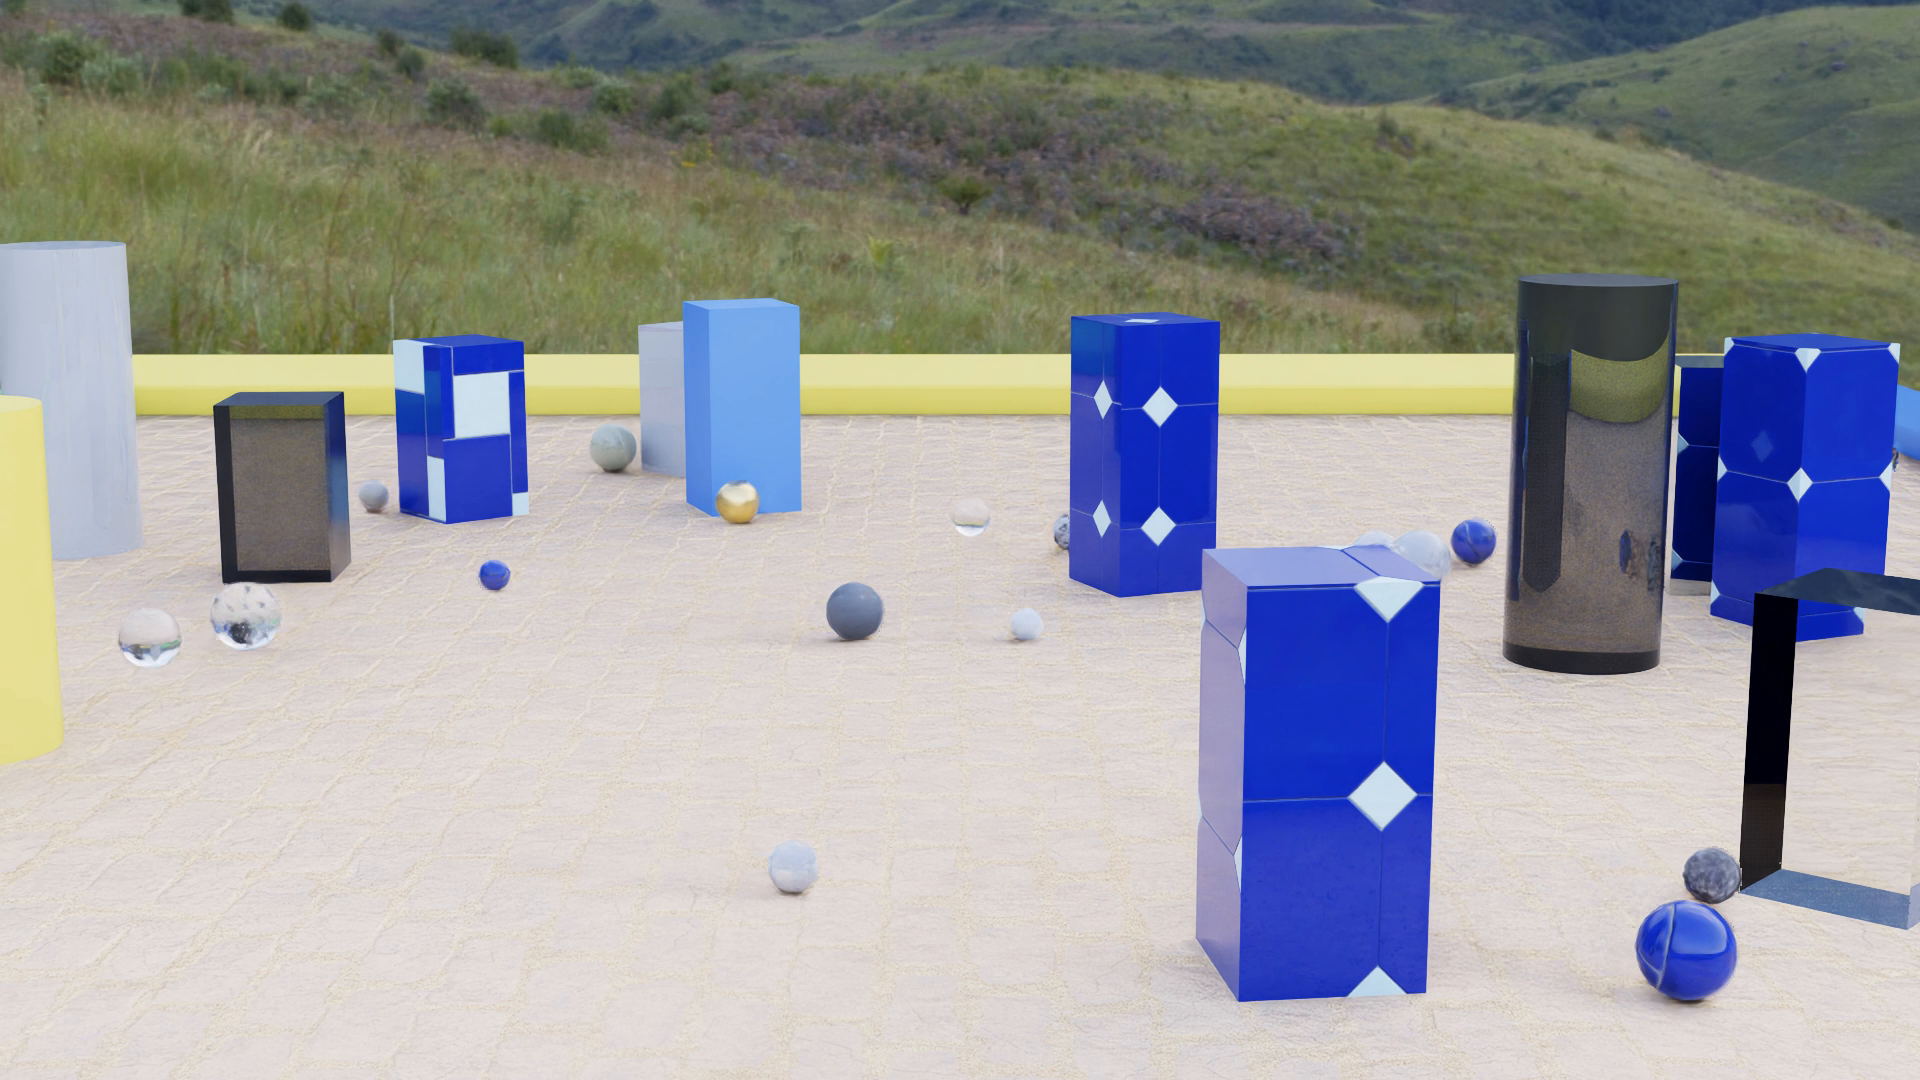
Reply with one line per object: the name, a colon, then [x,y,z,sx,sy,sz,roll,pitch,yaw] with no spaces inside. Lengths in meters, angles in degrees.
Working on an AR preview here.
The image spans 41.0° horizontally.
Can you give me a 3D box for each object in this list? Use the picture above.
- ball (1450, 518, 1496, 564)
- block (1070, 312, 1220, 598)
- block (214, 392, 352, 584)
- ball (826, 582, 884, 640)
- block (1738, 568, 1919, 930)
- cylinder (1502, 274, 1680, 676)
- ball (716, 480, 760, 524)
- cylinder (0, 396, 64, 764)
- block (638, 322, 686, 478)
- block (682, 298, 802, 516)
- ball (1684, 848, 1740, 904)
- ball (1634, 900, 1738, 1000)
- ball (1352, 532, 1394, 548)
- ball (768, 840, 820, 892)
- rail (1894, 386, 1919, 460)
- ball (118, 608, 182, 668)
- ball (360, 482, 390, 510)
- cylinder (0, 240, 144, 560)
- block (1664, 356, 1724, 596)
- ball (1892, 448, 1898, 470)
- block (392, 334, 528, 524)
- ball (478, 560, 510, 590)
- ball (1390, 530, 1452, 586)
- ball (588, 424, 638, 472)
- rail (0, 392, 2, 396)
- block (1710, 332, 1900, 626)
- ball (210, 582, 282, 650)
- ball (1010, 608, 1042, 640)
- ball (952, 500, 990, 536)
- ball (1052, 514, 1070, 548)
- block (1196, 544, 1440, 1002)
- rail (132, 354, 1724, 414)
ball: [0.755,0.002,3.774,0.066,0.066,0.066,0,11,0]
block: [0.257,-0.123,3.601,0.152,0.375,0.152,-5,12,-24]
block: [-0.972,-0.078,3.687,0.152,0.254,0.152,0,11,-3]
ball: [-0.134,0.091,3.273,0.074,0.074,0.074,0,11,0]
block: [0.798,0.178,2.262,0.152,0.272,0.152,9,14,40]
cylinder: [0.770,-0.084,3.141,0.191,0.467,0.191,0,11,0]
ball: [-0.355,-0.062,4.103,0.070,0.070,0.070,0,11,0]
cylinder: [-1.067,0.041,2.733,0.191,0.370,0.191,0,11,0]
block: [-0.468,-0.256,4.620,0.152,0.263,0.152,10,15,43]
block: [-0.360,-0.221,4.232,0.152,0.337,0.152,-4,11,-21]
ball: [0.659,0.295,2.249,0.048,0.048,0.048,0,11,0]
ball: [0.571,0.323,2.019,0.078,0.078,0.078,0,11,0]
ball: [0.586,0.025,3.622,0.075,0.075,0.075,0,11,0]
ball: [-0.148,0.290,2.280,0.046,0.046,0.046,0,11,0]
rail: [1.763,0.030,3.459,0.045,0.124,3.916,0,11,0]
ball: [-0.986,0.119,3.122,0.075,0.075,0.075,0,11,0]
ball: [-0.963,-0.072,4.219,0.049,0.049,0.049,0,11,0]
cylinder: [-1.342,-0.214,3.863,0.191,0.458,0.191,0,11,0]
block: [1.061,-0.092,3.594,0.152,0.317,0.152,0,11,2]
ball: [1.645,-0.146,4.585,0.060,0.060,0.060,0,11,0]
block: [-0.812,-0.183,4.176,0.152,0.282,0.152,-9,14,-40]
ball: [-0.650,0.049,3.583,0.043,0.043,0.043,0,11,0]
ball: [0.635,0.031,3.550,0.090,0.090,0.090,0,11,0]
ball: [-0.625,-0.166,4.621,0.087,0.087,0.087,0,11,0]
rail: [-1.763,0.034,3.439,0.045,0.124,3.916,0,11,0]
block: [1.103,-0.076,3.357,0.152,0.371,0.152,-5,12,-24]
ball: [-0.895,0.095,3.217,0.086,0.086,0.086,0,11,0]
ball: [0.084,0.108,3.277,0.041,0.041,0.041,0,11,0]
ball: [0.017,-0.034,3.989,0.058,0.058,0.058,0,11,0]
ball: [0.166,-0.012,3.890,0.051,0.051,0.051,0,11,0]
block: [0.284,0.183,2.068,0.152,0.333,0.152,-1,11,-7]
rail: [-0.011,-0.322,5.351,3.574,0.124,0.045,0,11,0]
